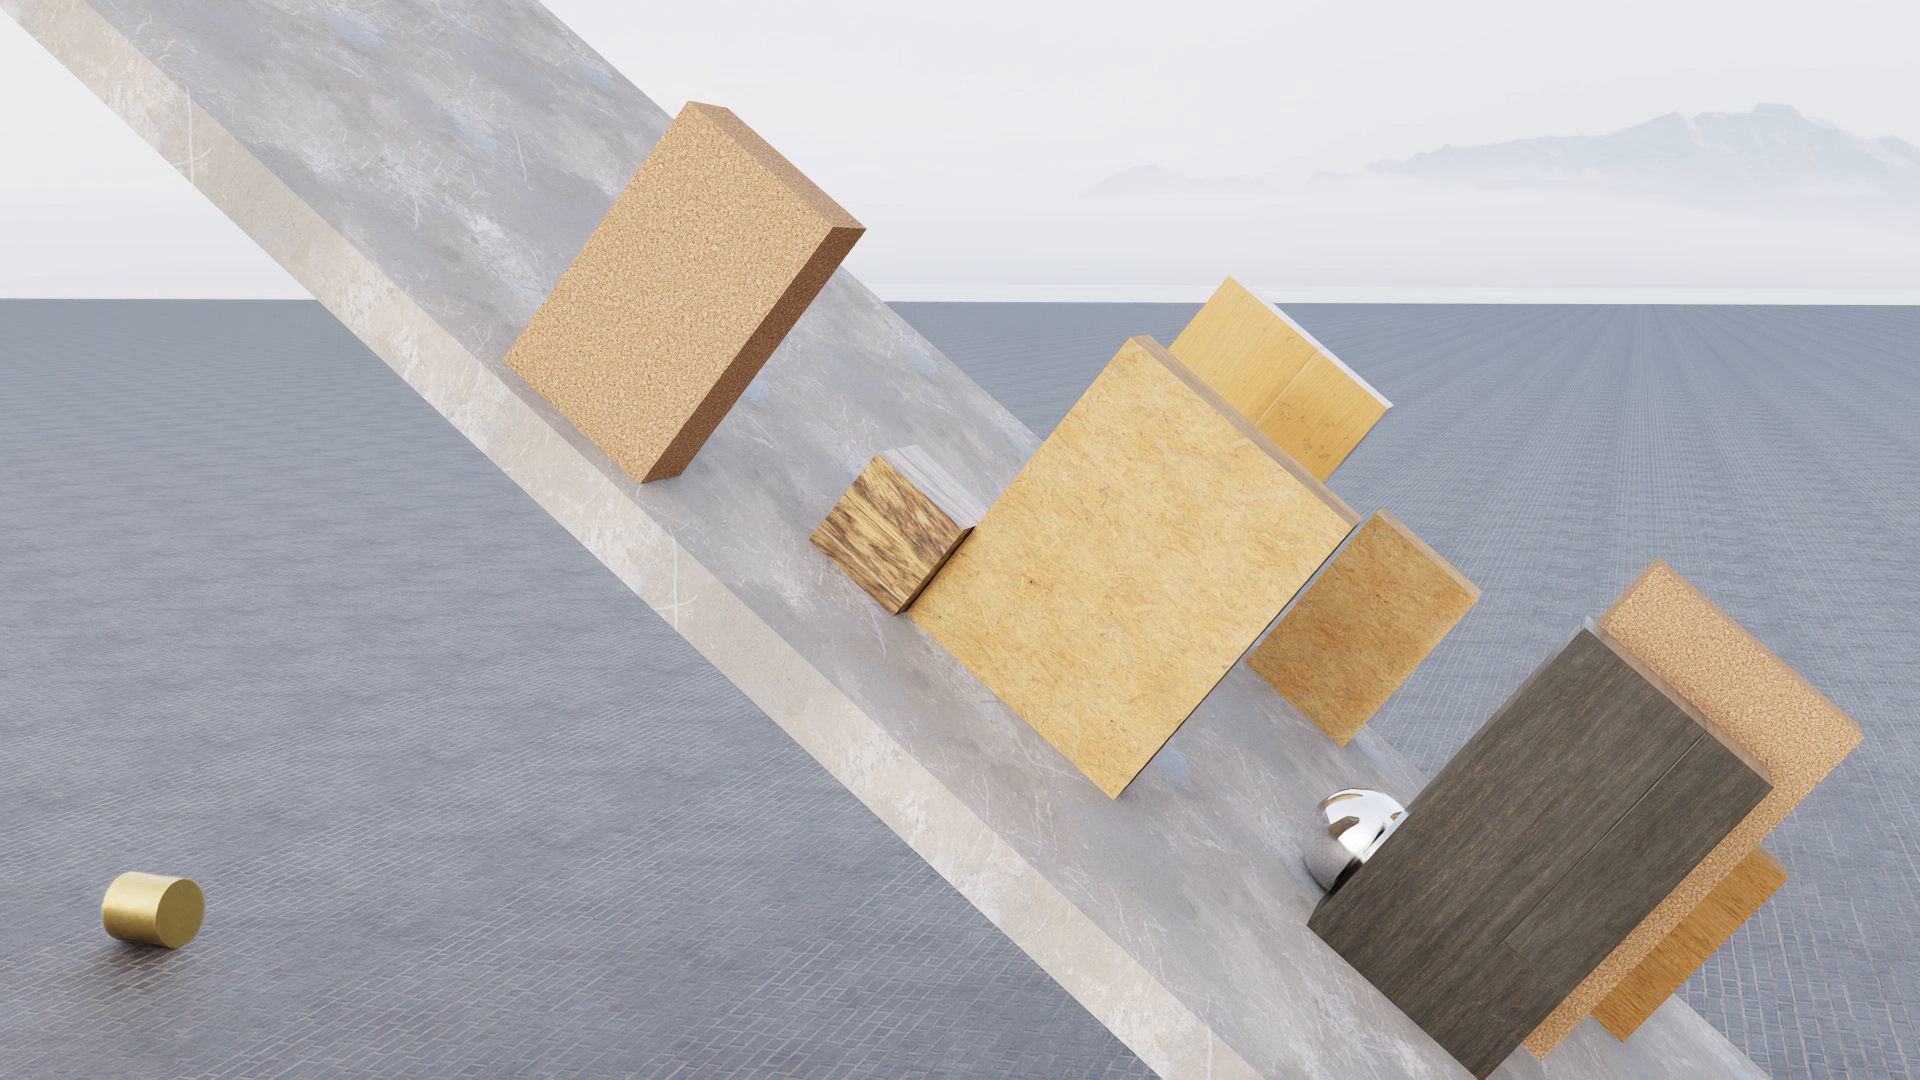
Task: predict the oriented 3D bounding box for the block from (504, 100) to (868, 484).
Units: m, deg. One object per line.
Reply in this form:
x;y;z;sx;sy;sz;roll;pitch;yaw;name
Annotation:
-0.403;-0.358;3.210;0.280;0.476;0.141;42;16;9;block

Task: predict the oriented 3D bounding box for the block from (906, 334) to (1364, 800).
0.268;0.041;3.440;0.441;0.567;0.136;42;16;9;block

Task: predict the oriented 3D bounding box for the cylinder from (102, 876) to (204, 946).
-2.234;1.024;6.090;0.189;0.189;0.189;-4;4;29;cylinder

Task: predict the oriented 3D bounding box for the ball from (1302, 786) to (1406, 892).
0.679;0.517;3.733;0.195;0.195;0.195;0;7;0;ball

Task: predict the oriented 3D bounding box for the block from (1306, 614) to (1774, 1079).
0.910;0.489;3.485;0.364;0.654;0.135;42;16;9;block

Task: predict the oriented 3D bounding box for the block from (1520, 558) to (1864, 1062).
1.091;0.460;3.751;0.423;0.768;0.126;42;16;9;block

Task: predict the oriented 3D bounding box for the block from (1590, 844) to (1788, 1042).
1.260;0.652;4.190;0.400;0.443;0.097;42;16;9;block

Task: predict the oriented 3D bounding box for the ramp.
0.000;0.048;4.040;4.000;0.100;2.000;42;16;9;ramp

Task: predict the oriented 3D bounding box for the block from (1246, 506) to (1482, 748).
0.841;0.181;4.588;0.269;0.417;0.129;42;16;9;block

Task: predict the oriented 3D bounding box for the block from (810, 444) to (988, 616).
-0.088;-0.018;3.512;0.182;0.182;0.182;42;16;9;block

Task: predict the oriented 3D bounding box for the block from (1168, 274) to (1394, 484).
0.469;-0.138;4.231;0.386;0.639;0.109;42;16;9;block
